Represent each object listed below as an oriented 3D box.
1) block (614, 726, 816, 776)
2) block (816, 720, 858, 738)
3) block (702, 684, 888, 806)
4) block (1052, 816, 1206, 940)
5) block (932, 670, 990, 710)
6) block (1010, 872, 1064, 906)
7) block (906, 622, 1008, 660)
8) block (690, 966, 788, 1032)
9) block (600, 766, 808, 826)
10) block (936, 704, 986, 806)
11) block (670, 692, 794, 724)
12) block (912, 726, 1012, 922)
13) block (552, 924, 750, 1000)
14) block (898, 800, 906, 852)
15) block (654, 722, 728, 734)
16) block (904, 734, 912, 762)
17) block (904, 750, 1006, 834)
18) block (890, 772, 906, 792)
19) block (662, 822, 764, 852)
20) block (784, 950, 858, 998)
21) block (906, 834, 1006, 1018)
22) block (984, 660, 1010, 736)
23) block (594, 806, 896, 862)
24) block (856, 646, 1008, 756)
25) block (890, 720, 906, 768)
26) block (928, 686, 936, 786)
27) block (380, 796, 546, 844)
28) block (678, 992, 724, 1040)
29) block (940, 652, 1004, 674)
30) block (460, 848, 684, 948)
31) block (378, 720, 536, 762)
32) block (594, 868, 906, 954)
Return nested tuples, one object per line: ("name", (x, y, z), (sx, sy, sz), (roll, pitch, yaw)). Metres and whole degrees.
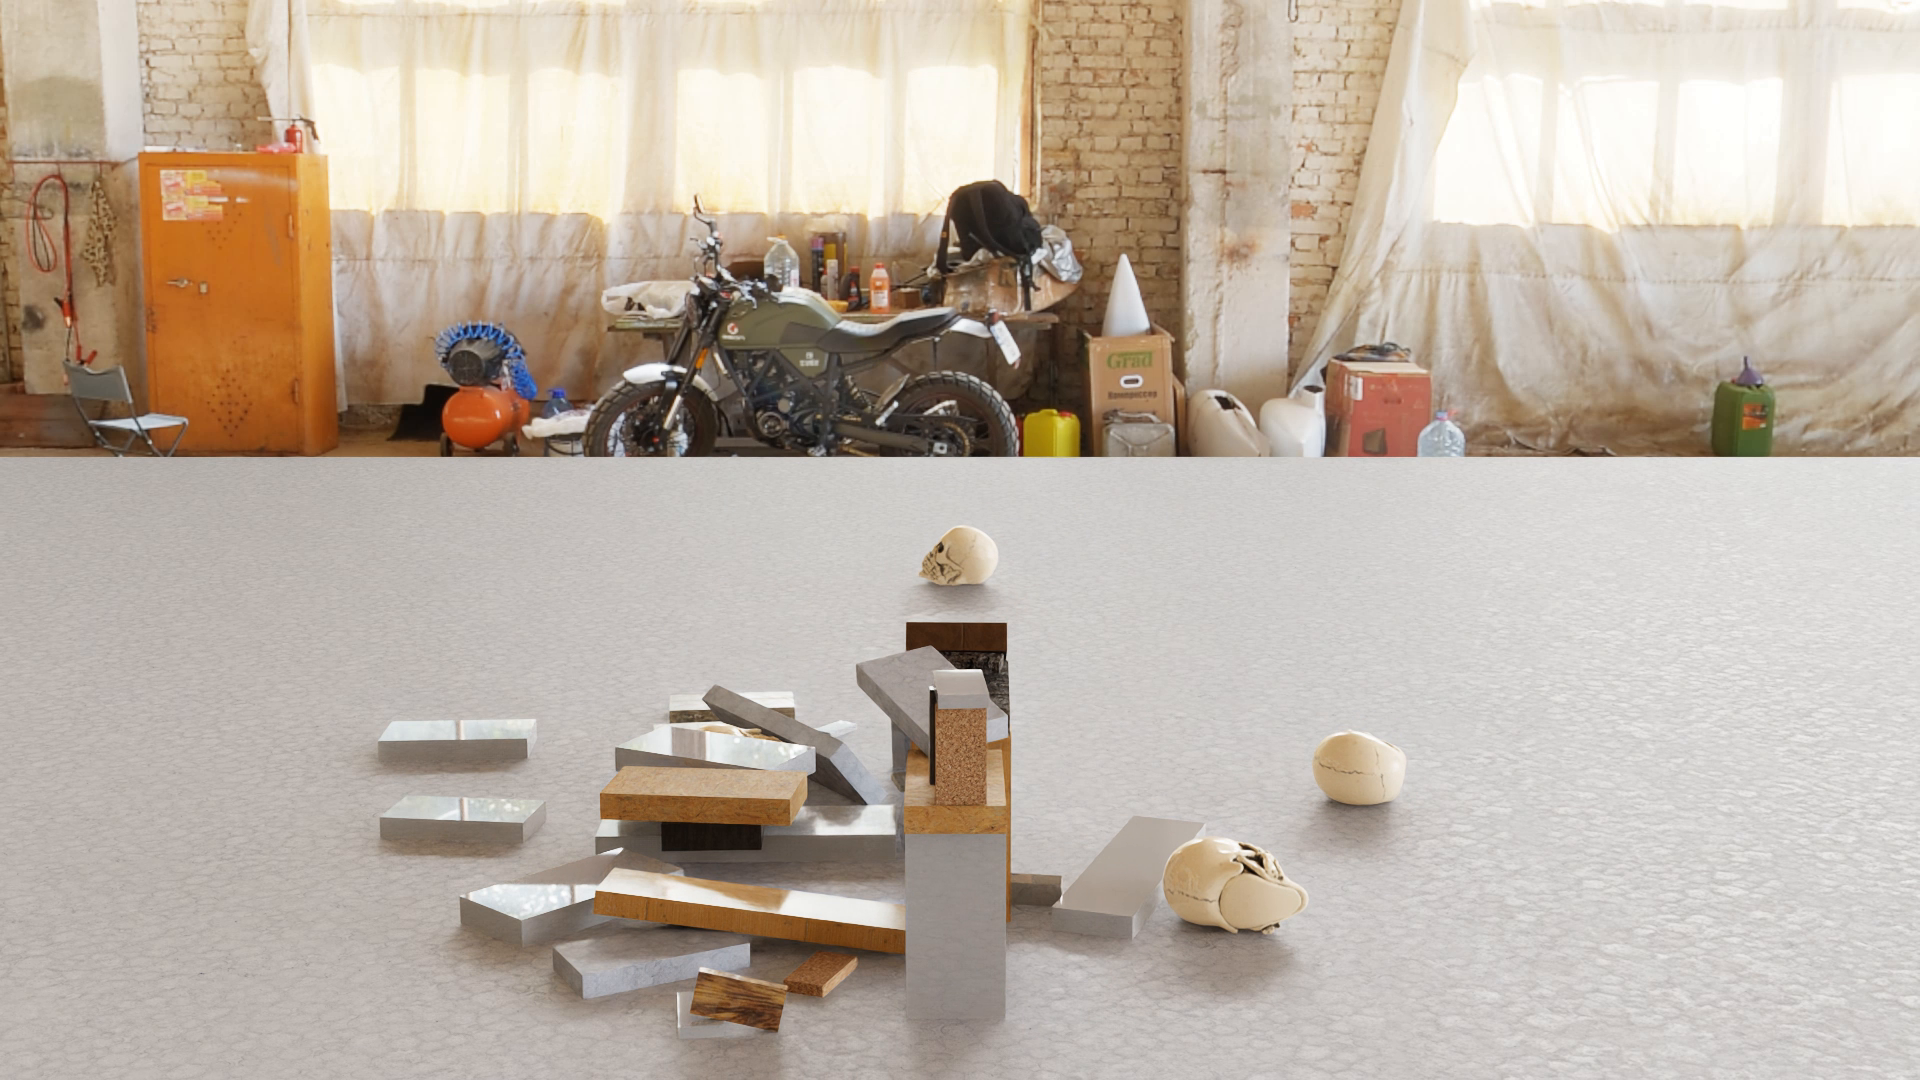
("block", (-0.449, 0.402, 4.031), (0.329, 0.047, 0.164), (5, 12, 26))
("block", (-0.263, 0.401, 4.652), (0.045, 0.013, 0.090), (8, 13, 35))
("block", (-0.331, 0.400, 4.302), (0.042, 0.149, 0.521), (-47, 30, -18))
("block", (0.292, 0.563, 3.712), (0.133, 0.038, 0.505), (4, 11, 19))
("block", (0.001, 0.210, 3.102), (0.071, 0.020, 0.141), (-1, 11, -4))
("block", (0.104, 0.571, 3.598), (0.129, 0.064, 0.018), (2, 48, 9))
("block", (-0.006, 0.197, 3.827), (0.169, 0.048, 0.338), (0, -12, 0))
("block", (-0.312, 0.649, 3.104), (0.127, 0.063, 0.018), (13, 8, -2))
("block", (-0.442, 0.442, 3.813), (0.329, 0.047, 0.164), (1, 11, 6))
("block", (0.001, 0.298, 3.068), (0.071, 0.141, 0.020), (-1, 10, -4))
("block", (-0.494, 0.367, 4.766), (0.266, 0.038, 0.133), (-1, 11, -7))
("block", (0.002, 0.454, 3.530), (0.159, 0.318, 0.045), (0, 10, 0))
("block", (-0.468, 0.632, 3.339), (0.266, 0.038, 0.133), (-6, 12, -29))
("block", (-0.080, 0.468, 3.911), (0.022, 0.078, 0.157), (2, 44, 12))
("block", (-0.538, 0.427, 4.429), (0.149, 0.042, 0.298), (-2, 11, -9))
("block", (-0.052, 0.374, 4.280), (0.112, 0.225, 0.032), (-2, 48, 0))
("block", (-0.007, 0.365, 3.209), (0.143, 0.040, 0.285), (0, 10, 0))
("block", (-0.104, 0.470, 4.279), (0.045, 0.013, 0.090), (-2, 11, -13))
("block", (-0.430, 0.474, 3.901), (0.169, 0.048, 0.337), (0, 11, -2))
("block", (-0.209, 0.650, 3.297), (0.063, 0.018, 0.127), (4, 11, 20))
("block", (-0.006, 0.542, 3.146), (0.143, 0.285, 0.040), (0, 11, 0))
("block", (0.001, 0.256, 3.601), (0.159, 0.045, 0.318), (0, 11, 1))
("block", (-0.375, 0.521, 3.908), (0.521, 0.048, 0.169), (0, 11, -1))
("block", (-0.046, 0.249, 3.426), (0.133, 0.038, 0.266), (-13, 27, -24))
("block", (-0.079, 0.368, 4.320), (0.112, 0.225, 0.032), (-1, 48, -1))
("block", (-0.009, 0.281, 3.163), (0.071, 0.141, 0.020), (-1, 11, -6))
("block", (-0.904, 0.508, 4.007), (0.266, 0.038, 0.133), (1, 11, 7))
("block", (-0.372, 0.678, 3.145), (0.063, 0.018, 0.127), (-1, 11, -8))
("block", (0.004, 0.201, 3.624), (0.129, 0.018, 0.064), (1, 11, 8))
("block", (-0.630, 0.581, 3.591), (0.164, 0.047, 0.329), (10, 14, 42))
("block", (-1.030, 0.411, 4.520), (0.298, 0.042, 0.149), (-1, 11, -4))
("block", (-0.320, 0.580, 3.449), (0.486, 0.038, 0.133), (7, 7, 3))
